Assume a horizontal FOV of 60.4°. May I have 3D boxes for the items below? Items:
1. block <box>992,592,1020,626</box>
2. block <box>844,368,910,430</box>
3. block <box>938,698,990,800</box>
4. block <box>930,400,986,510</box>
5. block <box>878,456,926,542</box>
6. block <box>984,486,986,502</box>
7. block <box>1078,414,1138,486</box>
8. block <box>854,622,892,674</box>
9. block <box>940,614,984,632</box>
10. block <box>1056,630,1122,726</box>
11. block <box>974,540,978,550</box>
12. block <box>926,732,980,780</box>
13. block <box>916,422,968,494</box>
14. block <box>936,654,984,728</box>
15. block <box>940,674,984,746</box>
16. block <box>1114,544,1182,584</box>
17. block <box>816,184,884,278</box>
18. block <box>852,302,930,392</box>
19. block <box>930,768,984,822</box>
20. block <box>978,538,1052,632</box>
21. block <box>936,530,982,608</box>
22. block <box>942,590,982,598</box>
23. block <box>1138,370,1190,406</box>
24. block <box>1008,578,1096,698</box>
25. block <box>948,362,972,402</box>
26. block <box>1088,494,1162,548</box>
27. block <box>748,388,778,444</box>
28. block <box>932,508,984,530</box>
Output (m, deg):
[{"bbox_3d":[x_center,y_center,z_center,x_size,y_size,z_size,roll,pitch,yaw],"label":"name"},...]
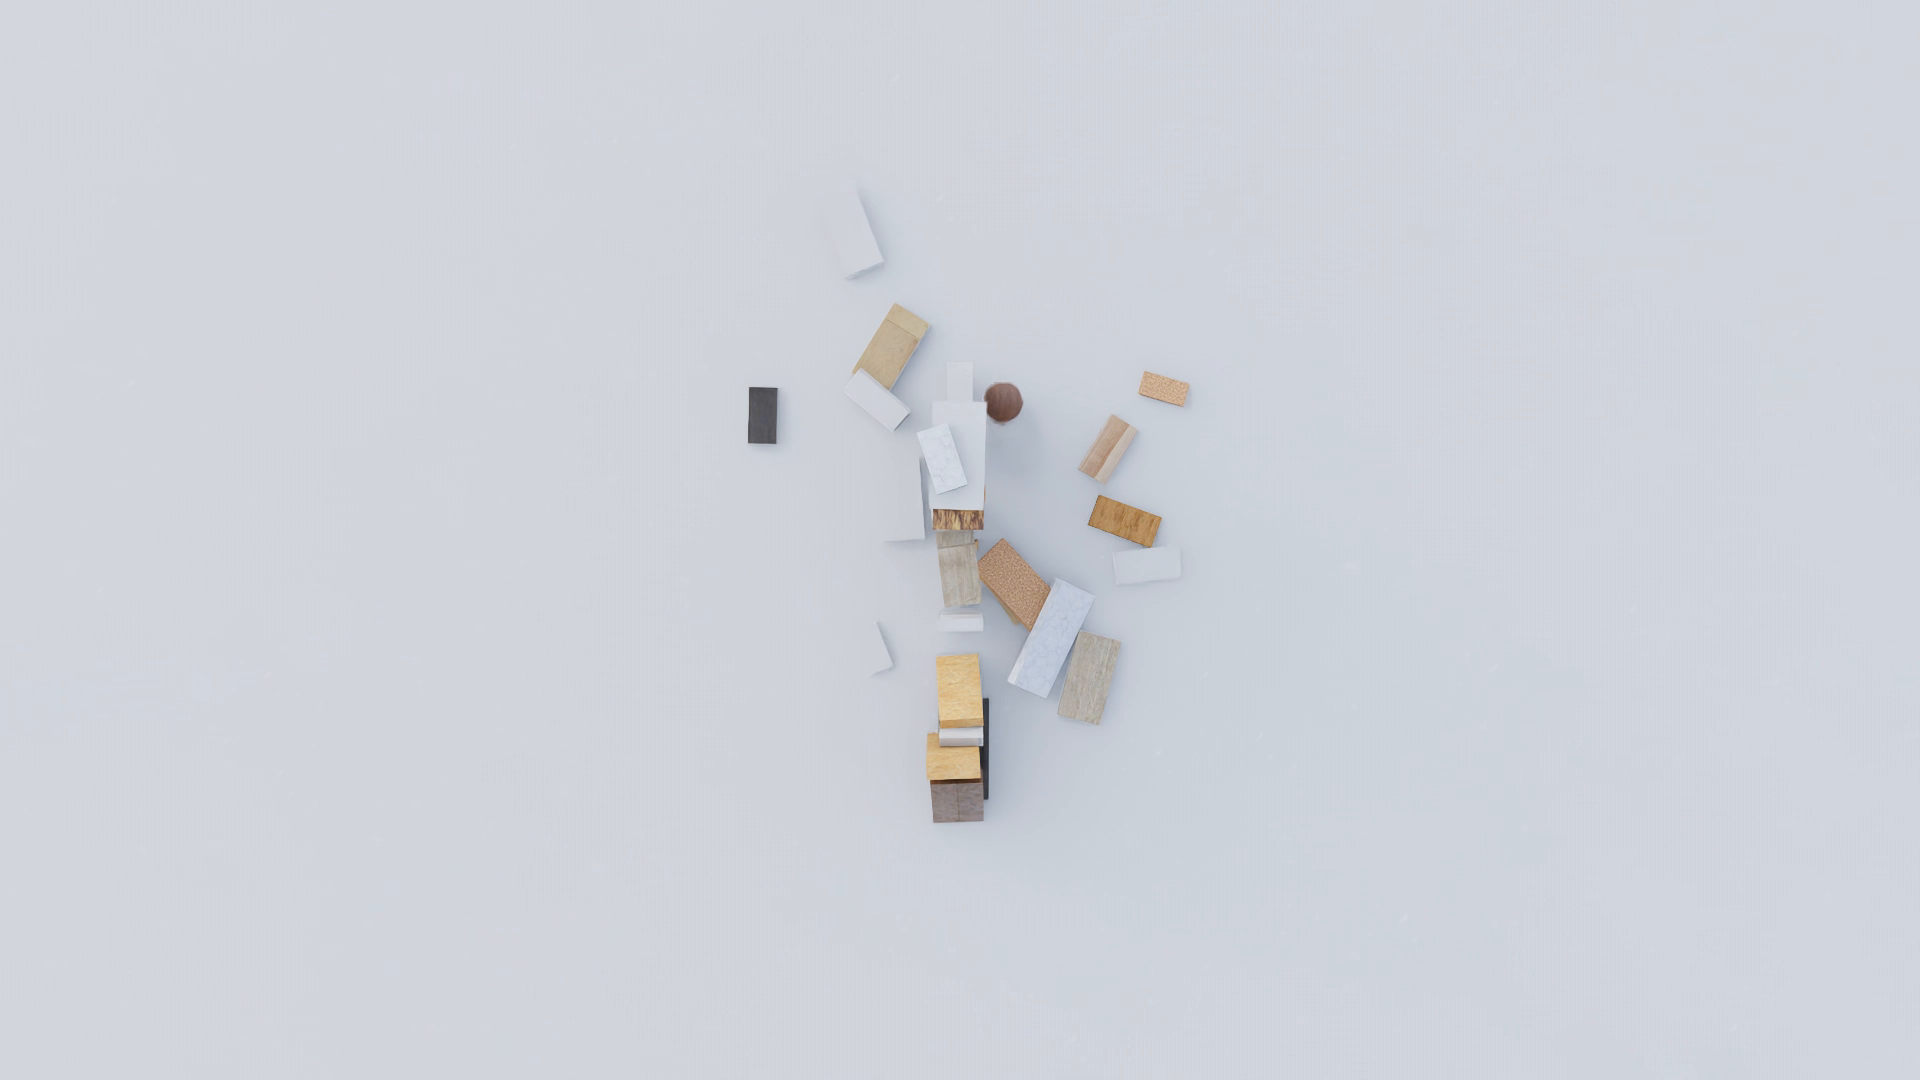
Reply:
[{"bbox_3d":[0.172,0.200,5.489,0.078,0.022,0.156,-34,90,0],"label":"block"},{"bbox_3d":[-0.276,-0.464,5.461,0.215,0.027,0.094,40,114,-4],"label":"block"},{"bbox_3d":[0.012,0.692,5.476,0.167,0.047,0.334,0,90,0],"label":"block"},{"bbox_3d":[-0.006,-0.245,4.802,0.157,0.044,0.313,2,90,0],"label":"block"},{"bbox_3d":[-0.195,-0.137,5.481,0.137,0.039,0.274,-4,90,0],"label":"block"},{"bbox_3d":[-0.003,-0.135,4.981,0.157,0.313,0.044,0,90,0],"label":"block"},{"bbox_3d":[0.491,-0.301,5.485,0.107,0.030,0.213,31,90,0],"label":"block"},{"bbox_3d":[-0.288,0.360,5.489,0.078,0.022,0.156,-21,90,0],"label":"block"},{"bbox_3d":[0.004,0.268,5.360,0.140,0.280,0.040,-1,90,0],"label":"block"},{"bbox_3d":[0.428,0.457,5.480,0.144,0.041,0.289,15,90,0],"label":"block"},{"bbox_3d":[-0.002,0.014,5.379,0.121,0.241,0.034,0,90,0],"label":"block"},{"bbox_3d":[-0.022,0.689,5.284,0.167,0.334,0.047,-2,101,0],"label":"block"},{"bbox_3d":[-0.051,-0.235,4.766,0.094,0.027,0.187,-18,90,0],"label":"block"},{"bbox_3d":[-0.002,0.492,5.383,0.140,0.280,0.040,-4,133,0],"label":"block"},{"bbox_3d":[0.004,0.554,5.382,0.140,0.280,0.040,-1,132,0],"label":"block"},{"bbox_3d":[0.623,0.082,5.485,0.213,0.030,0.107,-7,90,0],"label":"block"},{"bbox_3d":[-0.367,-1.026,5.481,0.137,0.039,0.274,-21,90,0],"label":"block"},{"bbox_3d":[-0.230,-0.635,5.481,0.137,0.039,0.274,32,90,0],"label":"block"},{"bbox_3d":[-0.008,0.831,5.344,0.167,0.334,0.047,-2,59,0],"label":"block"},{"bbox_3d":[0.187,0.149,5.457,0.144,0.041,0.289,-44,92,-12],"label":"block"},{"bbox_3d":[-0.004,0.087,5.242,0.121,0.034,0.241,-7,90,0],"label":"block"},{"bbox_3d":[0.007,0.171,5.379,0.121,0.241,0.034,5,90,0],"label":"block"},{"bbox_3d":[0.678,-0.503,5.489,0.156,0.022,0.078,16,90,0],"label":"block"},{"bbox_3d":[0.302,0.325,5.445,0.144,0.041,0.376,26,90,-32],"label":"block"},{"bbox_3d":[0.000,-0.475,5.163,0.079,0.022,0.158,0,90,0],"label":"block"},{"bbox_3d":[0.548,-0.062,5.485,0.222,0.030,0.107,20,90,0],"label":"block"},{"bbox_3d":[-0.655,-0.413,5.487,0.094,0.027,0.187,1,90,0],"label":"block"},{"bbox_3d":[-0.004,-0.191,5.160,0.159,0.045,0.318,0,90,0],"label":"block"}]
